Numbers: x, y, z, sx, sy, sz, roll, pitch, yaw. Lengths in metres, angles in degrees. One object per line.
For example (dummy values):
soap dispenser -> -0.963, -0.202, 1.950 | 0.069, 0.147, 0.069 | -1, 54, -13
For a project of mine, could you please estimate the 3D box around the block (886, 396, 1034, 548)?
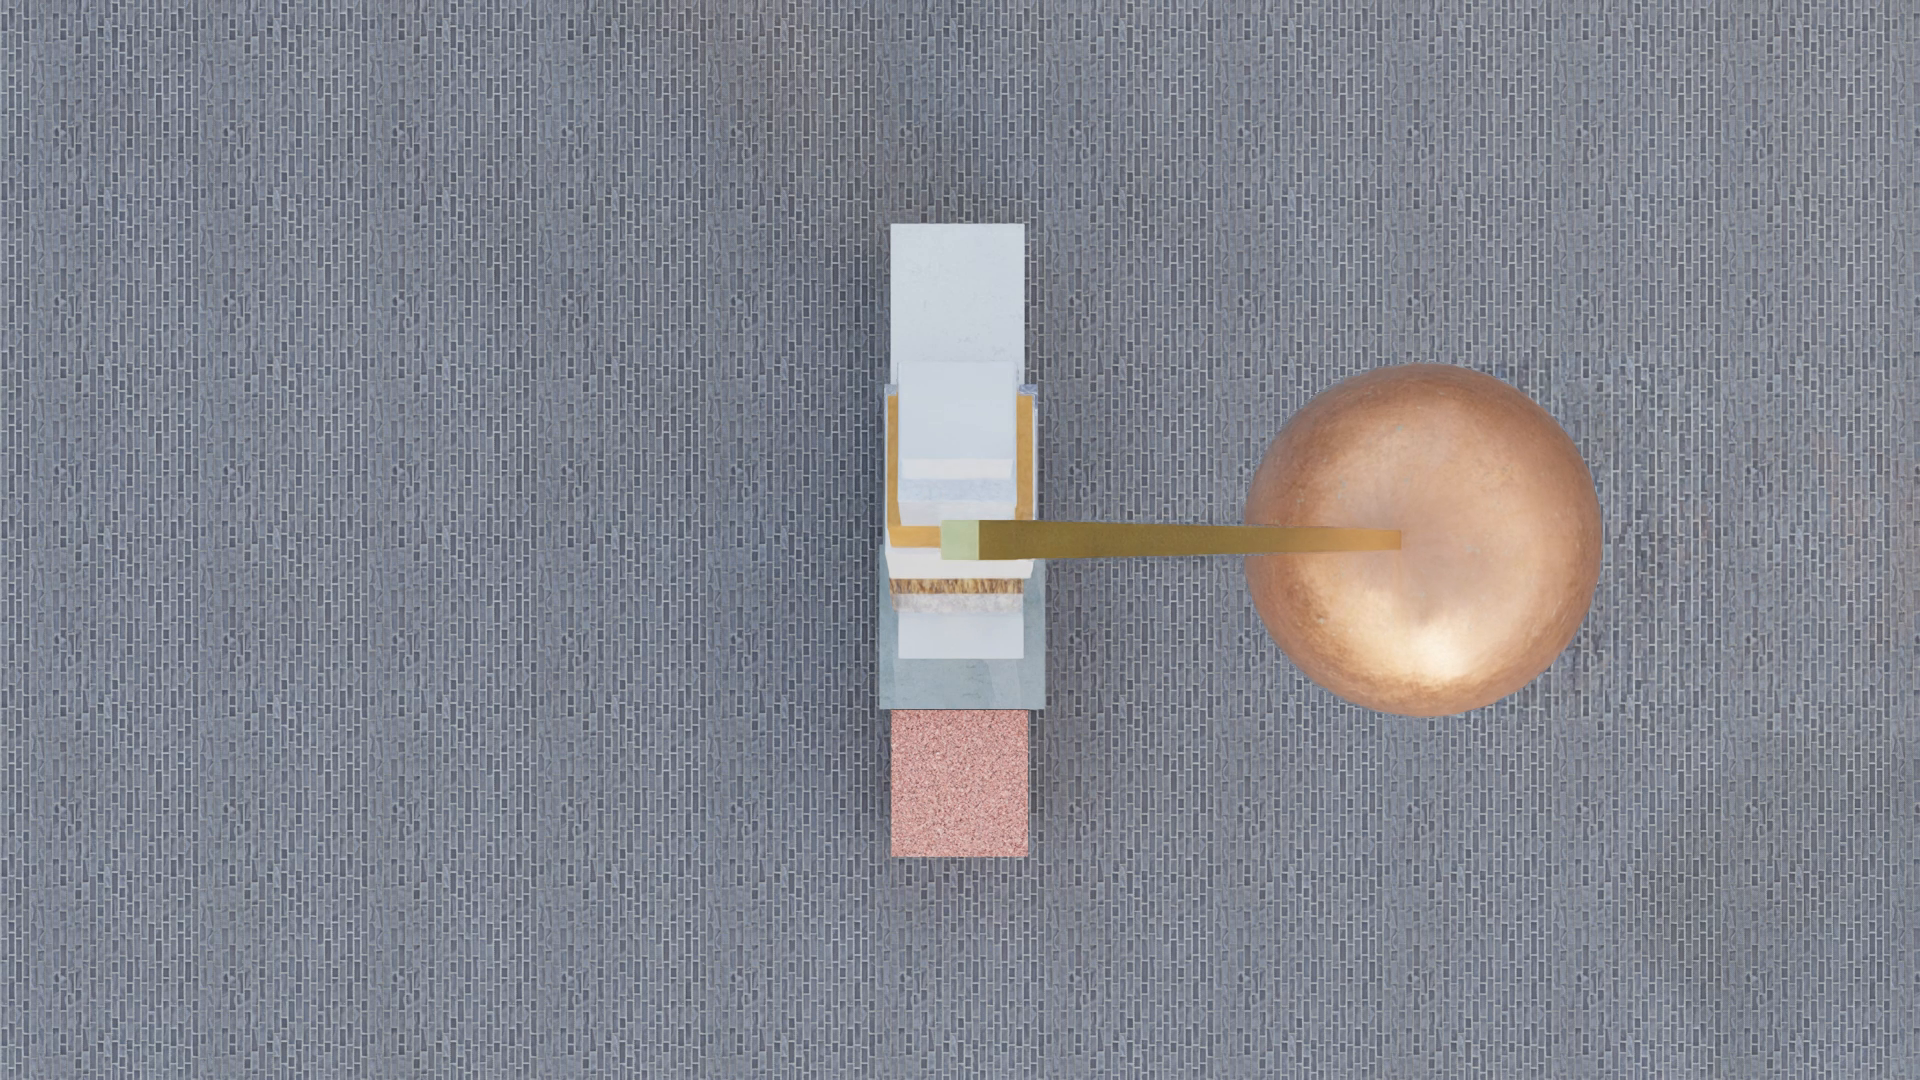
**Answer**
block -> 0.001, -0.297, 9.767 | 0.628, 0.568, 0.571 | 0, 80, 0

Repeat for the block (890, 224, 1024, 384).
block -> -0.014, -1.318, 12.646 | 0.746, 0.709, 0.899 | 0, 90, 0

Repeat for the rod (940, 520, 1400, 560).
rod -> 0.899, 0.000, 6.735 | 0.080, 5.200, 0.080 | 0, 90, 20

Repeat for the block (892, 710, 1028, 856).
block -> -0.002, 1.358, 12.635 | 0.762, 0.730, 0.819 | 0, 90, 0

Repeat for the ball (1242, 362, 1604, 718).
ball -> 2.074, 0.000, 9.925 | 1.600, 1.600, 1.600 | 0, 90, 0

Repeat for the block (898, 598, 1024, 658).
block -> 0.005, 0.331, 11.831 | 0.651, 0.719, 0.573 | 0, 90, 0

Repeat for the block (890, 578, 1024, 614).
block -> -0.016, -0.061, 11.125 | 0.654, 0.720, 0.777 | 0, 80, 0

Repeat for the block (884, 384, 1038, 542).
block -> 0.005, -0.421, 12.566 | 0.844, 0.869, 0.874 | 0, 90, 0

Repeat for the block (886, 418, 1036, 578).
block -> 0.002, -0.186, 10.409 | 0.683, 0.733, 0.635 | 0, 80, 0

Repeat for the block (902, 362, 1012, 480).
block -> -0.011, -0.469, 8.733 | 0.431, 0.388, 0.383 | 0, 80, 0

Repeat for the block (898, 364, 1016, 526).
block -> -0.011, -0.390, 9.206 | 0.480, 0.570, 0.573 | 0, 80, 0

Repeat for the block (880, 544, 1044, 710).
block -> 0.012, 0.482, 12.595 | 0.917, 0.809, 0.913 | 0, 90, 0
